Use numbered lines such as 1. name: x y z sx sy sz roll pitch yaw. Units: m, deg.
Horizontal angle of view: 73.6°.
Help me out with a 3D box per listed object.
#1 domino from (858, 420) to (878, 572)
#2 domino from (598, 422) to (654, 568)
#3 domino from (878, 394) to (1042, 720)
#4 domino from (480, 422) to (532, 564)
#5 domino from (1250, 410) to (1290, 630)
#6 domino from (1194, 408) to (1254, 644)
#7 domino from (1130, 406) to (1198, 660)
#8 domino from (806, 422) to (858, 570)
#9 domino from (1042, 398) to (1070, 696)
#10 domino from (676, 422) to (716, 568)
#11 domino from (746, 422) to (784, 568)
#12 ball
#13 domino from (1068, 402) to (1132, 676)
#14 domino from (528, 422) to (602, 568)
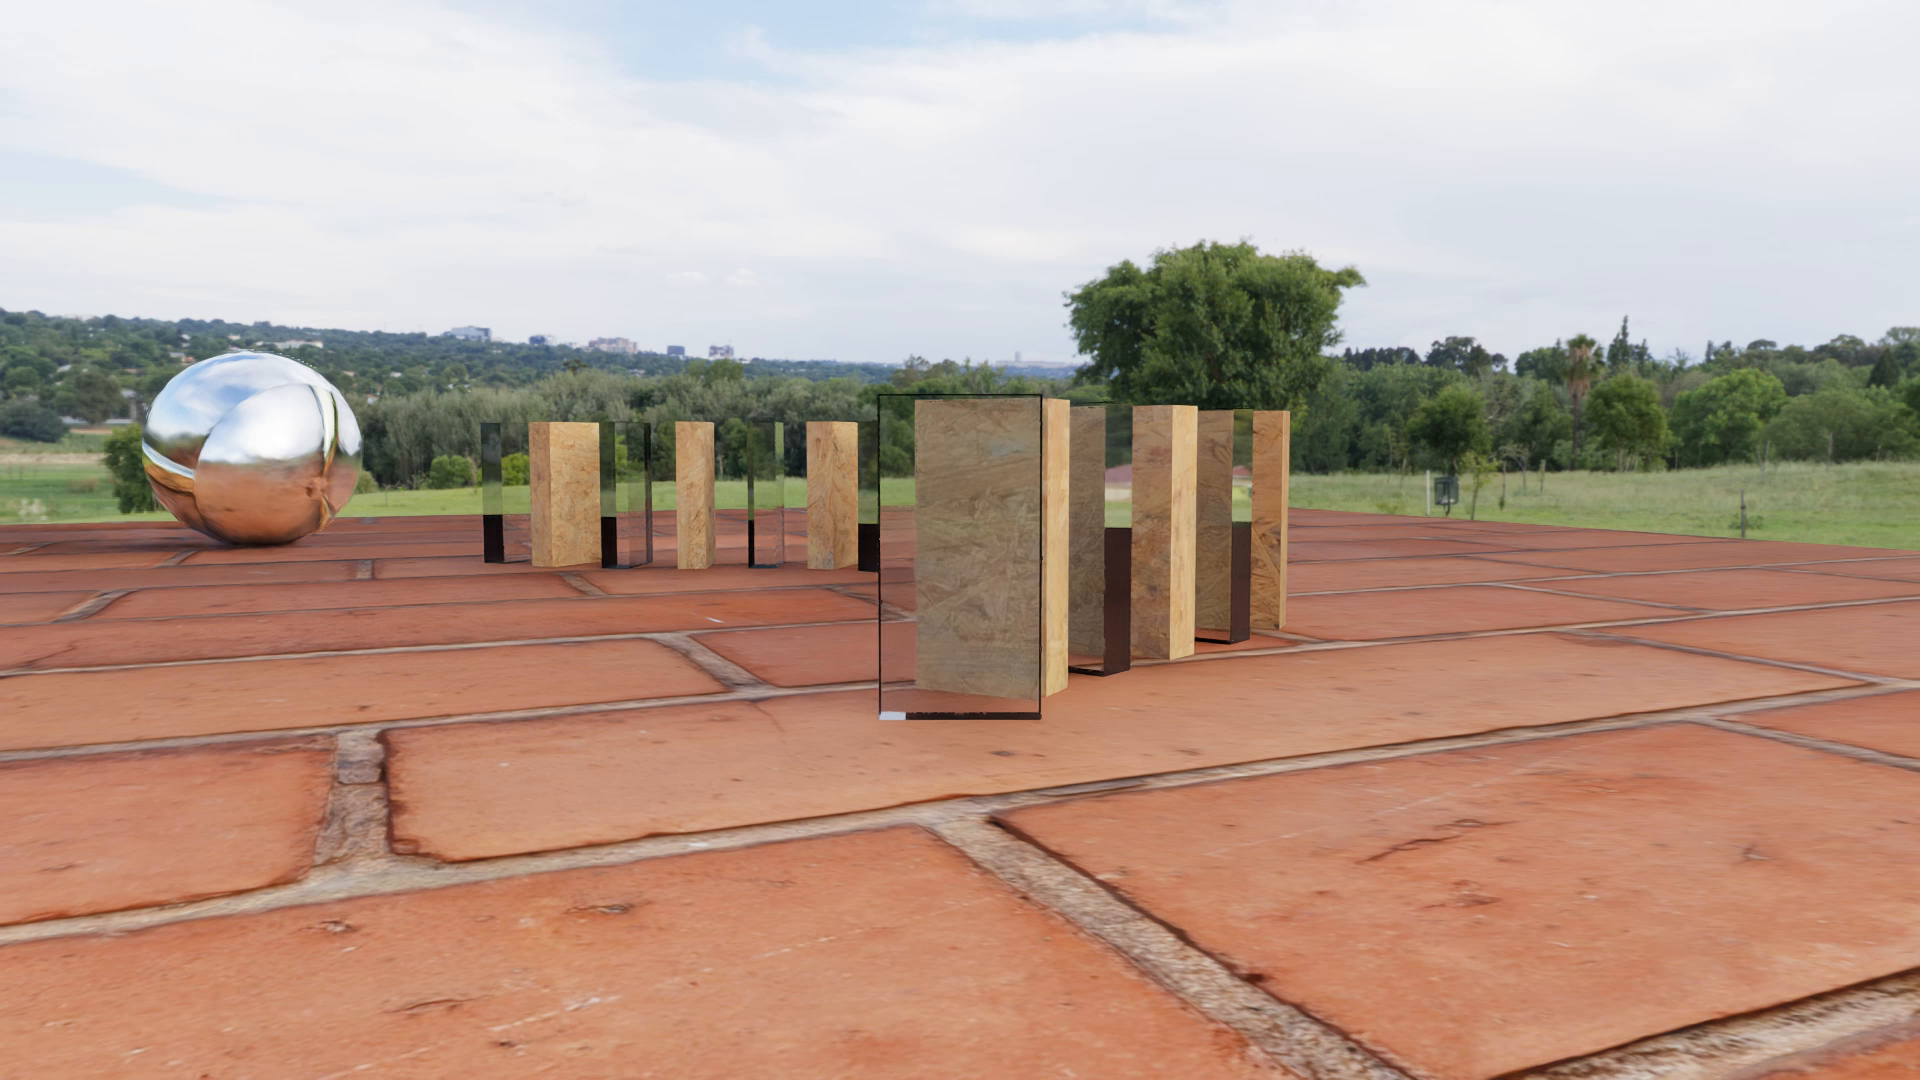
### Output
1. domino: -0.023 -0.015 0.435 0.009 0.050 0.025 3 5 38
2. domino: -0.116 -0.016 0.448 0.010 0.050 0.025 0 4 5
3. domino: 0.000 0.002 0.201 0.025 0.050 0.009 0 4 0
4. domino: -0.161 -0.017 0.467 0.009 0.050 0.025 2 5 26
5. domino: 0.064 -0.005 0.302 0.025 0.050 0.009 2 5 23
6. domino: 0.050 -0.004 0.281 0.025 0.050 0.010 3 5 38
7. domino: 0.035 -0.002 0.263 0.025 0.050 0.009 4 6 40
8. domino: -0.044 -0.016 0.446 0.009 0.050 0.025 1 4 17
9. domino: 0.006 0.001 0.224 0.025 0.050 0.010 2 5 27
10. domino: -0.092 -0.016 0.448 0.010 0.050 0.025 0 4 -3
11. domino: -0.068 -0.016 0.449 0.009 0.050 0.025 0 4 -1
12. ball: -0.290 -0.037 0.528 0.080 0.080 0.080 0 4 0
13. domino: 0.019 -0.001 0.244 0.025 0.050 0.009 3 5 38
14. domino: -0.139 -0.017 0.455 0.010 0.050 0.025 2 5 26
